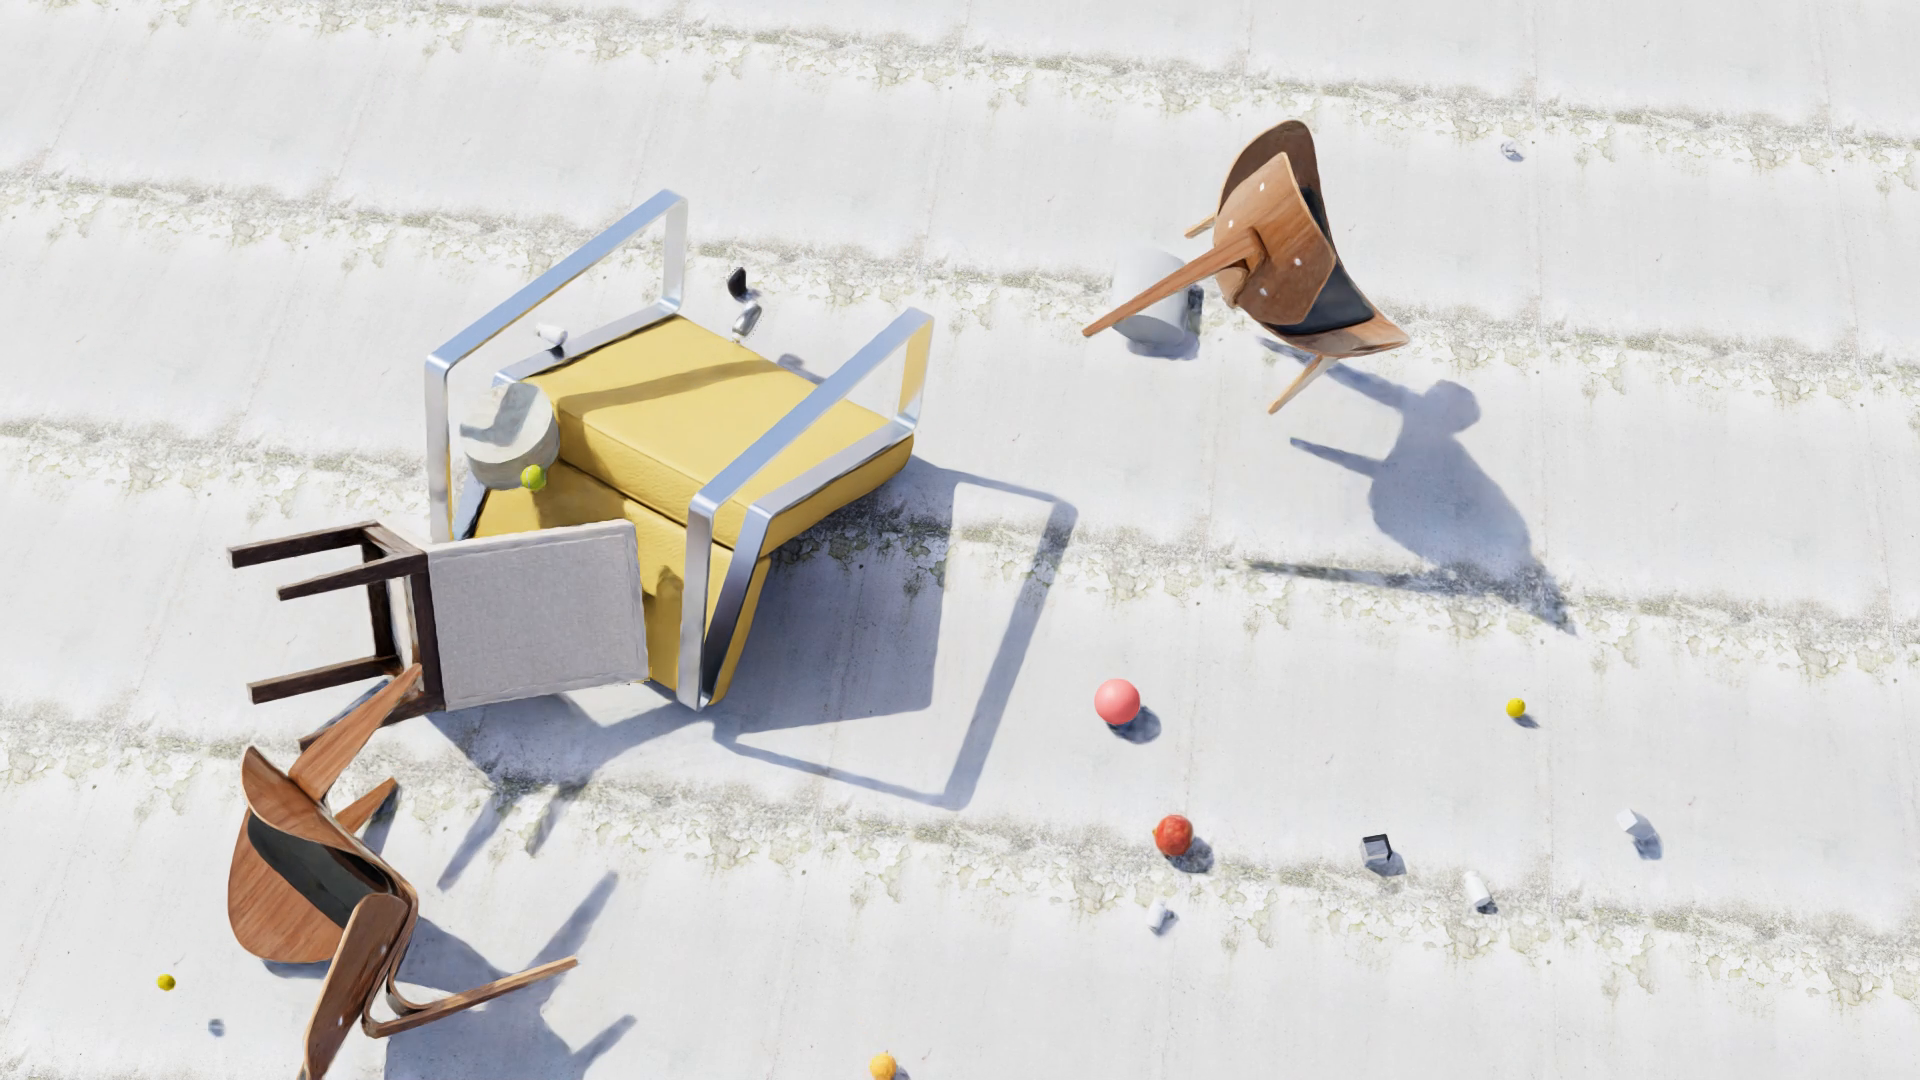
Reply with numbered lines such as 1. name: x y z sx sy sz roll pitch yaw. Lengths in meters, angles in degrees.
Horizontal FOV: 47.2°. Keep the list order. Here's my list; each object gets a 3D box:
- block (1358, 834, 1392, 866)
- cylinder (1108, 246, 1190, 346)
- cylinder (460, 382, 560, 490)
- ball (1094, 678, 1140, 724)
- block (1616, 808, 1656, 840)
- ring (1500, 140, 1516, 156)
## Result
1. block: 1.128 0.842 5.969 0.068 0.066 0.058 -9 57 -6
2. cylinder: 0.605 -0.779 7.010 0.250 0.131 0.279 15 56 -9
3. cylinder: -1.244 -0.288 6.085 0.230 0.150 0.276 35 67 17
4. ball: 0.443 0.454 6.191 0.130 0.130 0.130 0 56 0
5. block: 1.839 0.773 5.983 0.044 0.113 0.049 -43 47 22
6. ring: 1.854 -1.324 7.431 0.039 0.055 0.049 -12 76 -11
